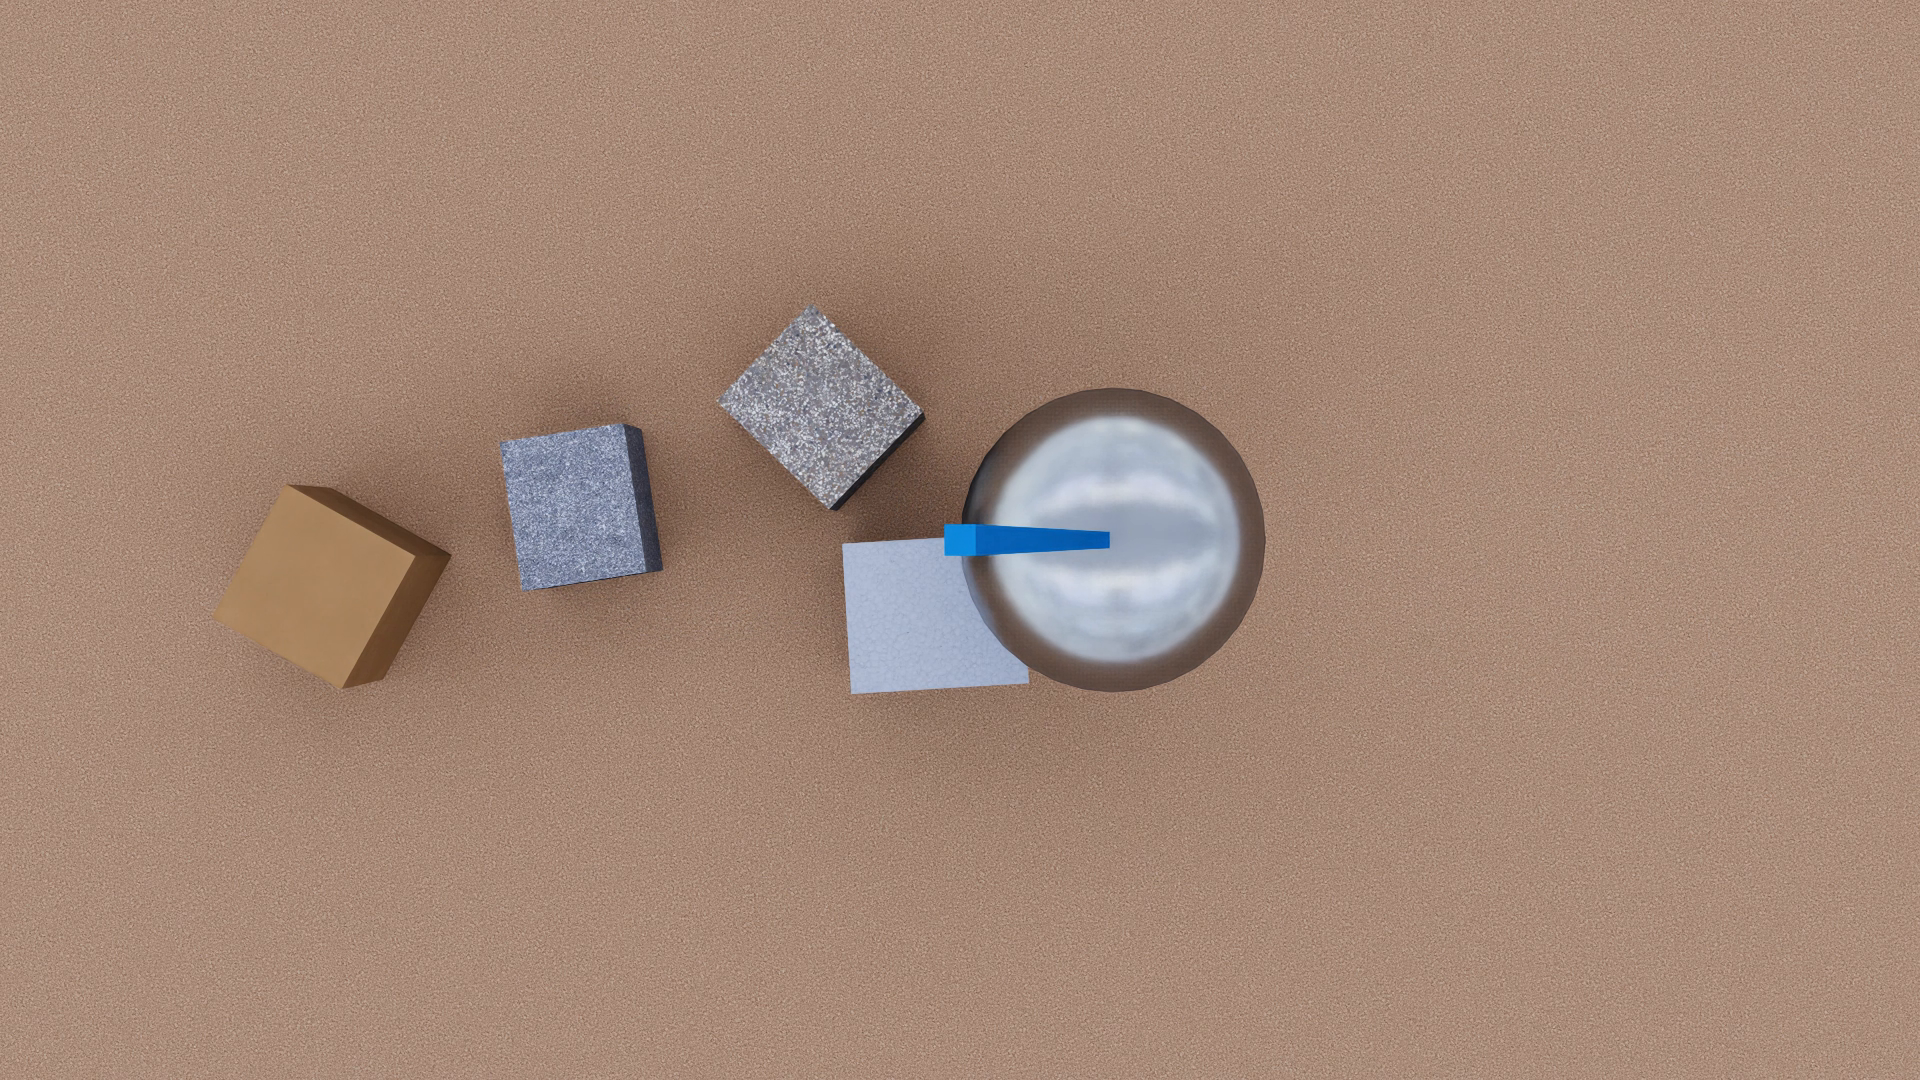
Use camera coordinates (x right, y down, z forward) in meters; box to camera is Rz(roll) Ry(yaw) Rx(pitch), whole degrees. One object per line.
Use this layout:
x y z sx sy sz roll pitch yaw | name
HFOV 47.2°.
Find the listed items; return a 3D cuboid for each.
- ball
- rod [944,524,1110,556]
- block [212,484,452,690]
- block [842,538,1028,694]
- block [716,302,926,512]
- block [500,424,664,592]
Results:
0.796 0.000 11.527 1.600 1.600 1.600 0 90 0 | ball
0.345 0.000 8.157 0.080 5.200 0.080 0 90 8 | rod
-3.564 0.258 12.561 0.819 0.879 0.841 29 90 0 | block
-0.135 0.407 12.590 0.986 0.820 0.833 -3 90 0 | block
-0.777 -0.743 12.595 0.866 0.811 0.755 44 90 0 | block
-2.164 -0.184 12.647 0.701 0.706 0.844 -9 90 0 | block
